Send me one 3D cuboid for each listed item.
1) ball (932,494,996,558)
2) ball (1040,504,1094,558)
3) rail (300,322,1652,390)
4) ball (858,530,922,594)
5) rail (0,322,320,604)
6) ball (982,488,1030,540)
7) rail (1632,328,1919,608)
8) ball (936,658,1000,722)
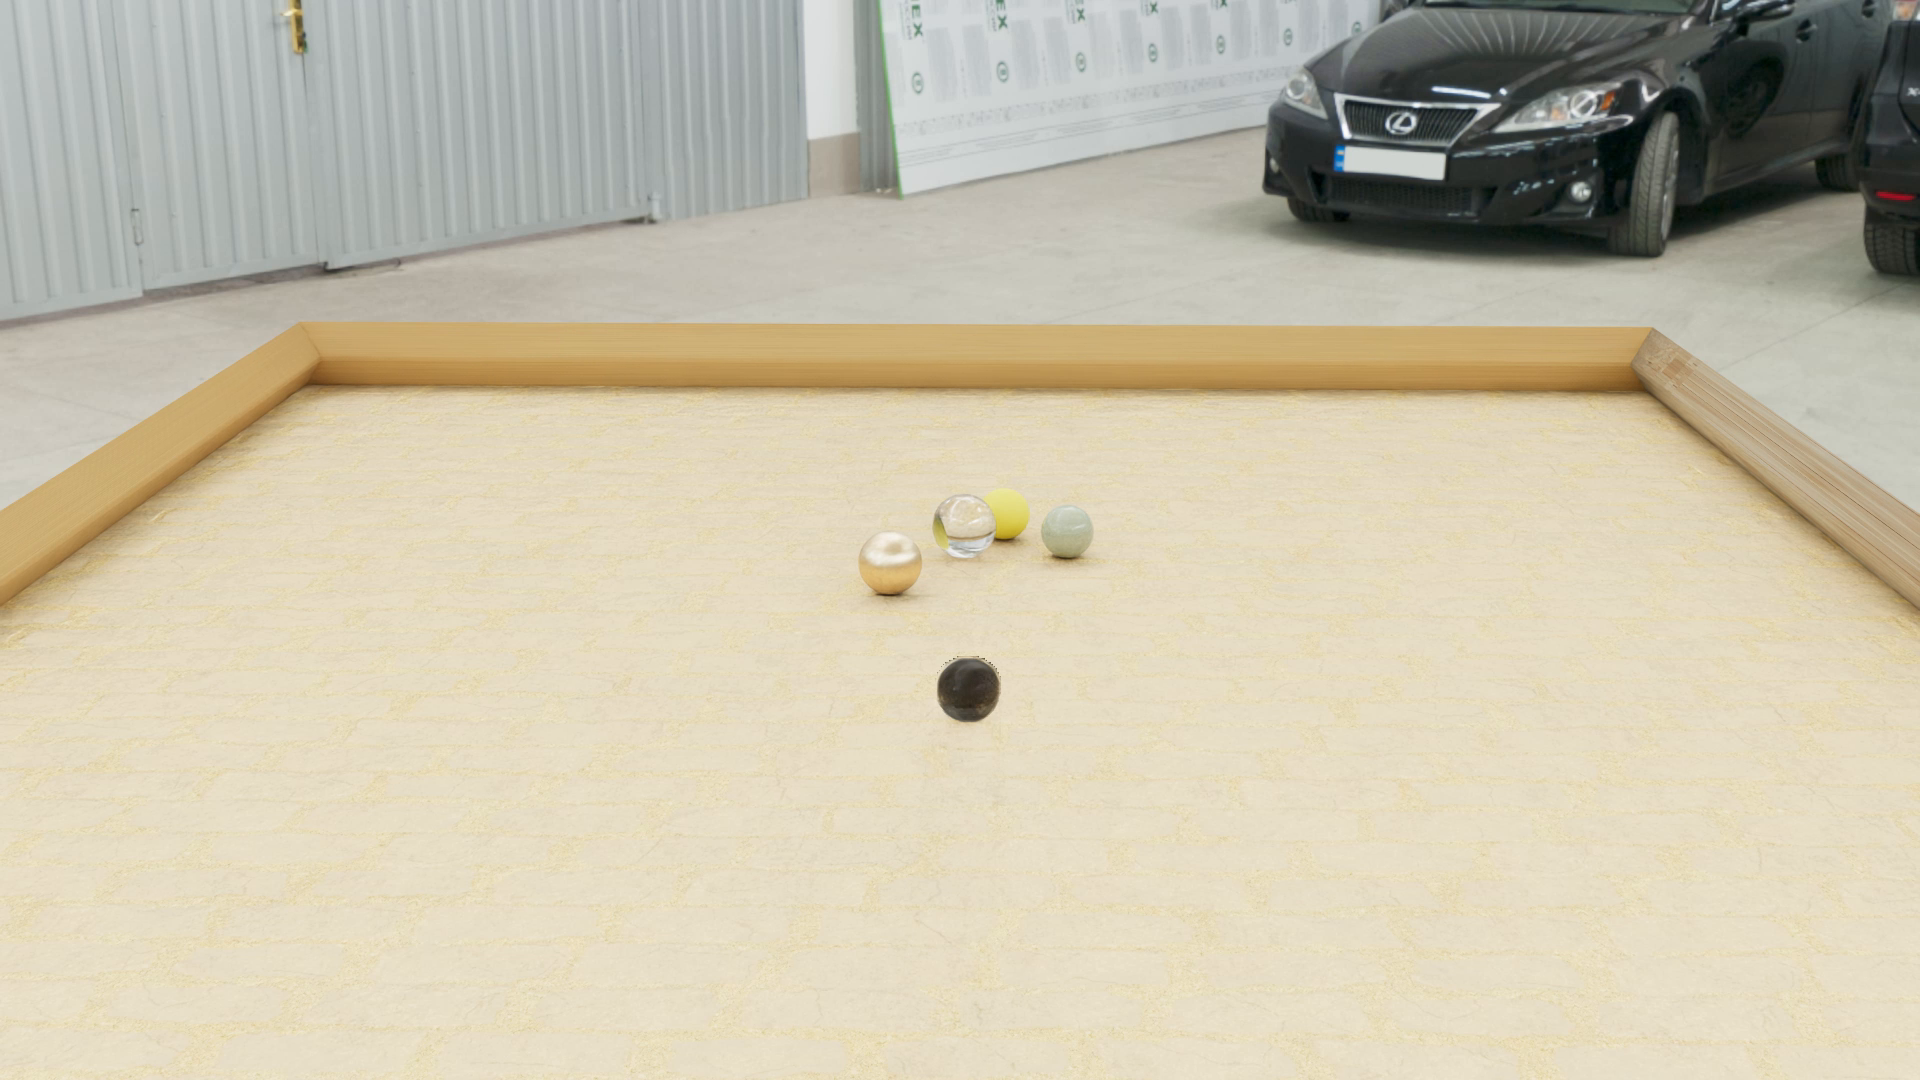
[{"bbox_3d":[0.005,-0.018,2.840,0.084,0.084,0.084,0,17,0],"label":"ball"},{"bbox_3d":[0.139,-0.011,2.843,0.069,0.069,0.069,0,17,0],"label":"ball"},{"bbox_3d":[0.021,-0.310,3.759,2.320,0.109,0.045,0,17,1],"label":"rail"},{"bbox_3d":[-0.086,0.028,2.698,0.079,0.079,0.079,0,17,0],"label":"ball"},{"bbox_3d":[-1.157,0.276,1.822,0.045,0.109,4.143,0,17,1],"label":"rail"},{"bbox_3d":[0.058,-0.035,2.922,0.069,0.069,0.069,0,17,0],"label":"ball"},{"bbox_3d":[1.115,0.289,1.778,0.045,0.109,4.143,0,17,1],"label":"rail"},{"bbox_3d":[0.009,0.157,2.291,0.068,0.068,0.068,0,17,0],"label":"ball"}]
